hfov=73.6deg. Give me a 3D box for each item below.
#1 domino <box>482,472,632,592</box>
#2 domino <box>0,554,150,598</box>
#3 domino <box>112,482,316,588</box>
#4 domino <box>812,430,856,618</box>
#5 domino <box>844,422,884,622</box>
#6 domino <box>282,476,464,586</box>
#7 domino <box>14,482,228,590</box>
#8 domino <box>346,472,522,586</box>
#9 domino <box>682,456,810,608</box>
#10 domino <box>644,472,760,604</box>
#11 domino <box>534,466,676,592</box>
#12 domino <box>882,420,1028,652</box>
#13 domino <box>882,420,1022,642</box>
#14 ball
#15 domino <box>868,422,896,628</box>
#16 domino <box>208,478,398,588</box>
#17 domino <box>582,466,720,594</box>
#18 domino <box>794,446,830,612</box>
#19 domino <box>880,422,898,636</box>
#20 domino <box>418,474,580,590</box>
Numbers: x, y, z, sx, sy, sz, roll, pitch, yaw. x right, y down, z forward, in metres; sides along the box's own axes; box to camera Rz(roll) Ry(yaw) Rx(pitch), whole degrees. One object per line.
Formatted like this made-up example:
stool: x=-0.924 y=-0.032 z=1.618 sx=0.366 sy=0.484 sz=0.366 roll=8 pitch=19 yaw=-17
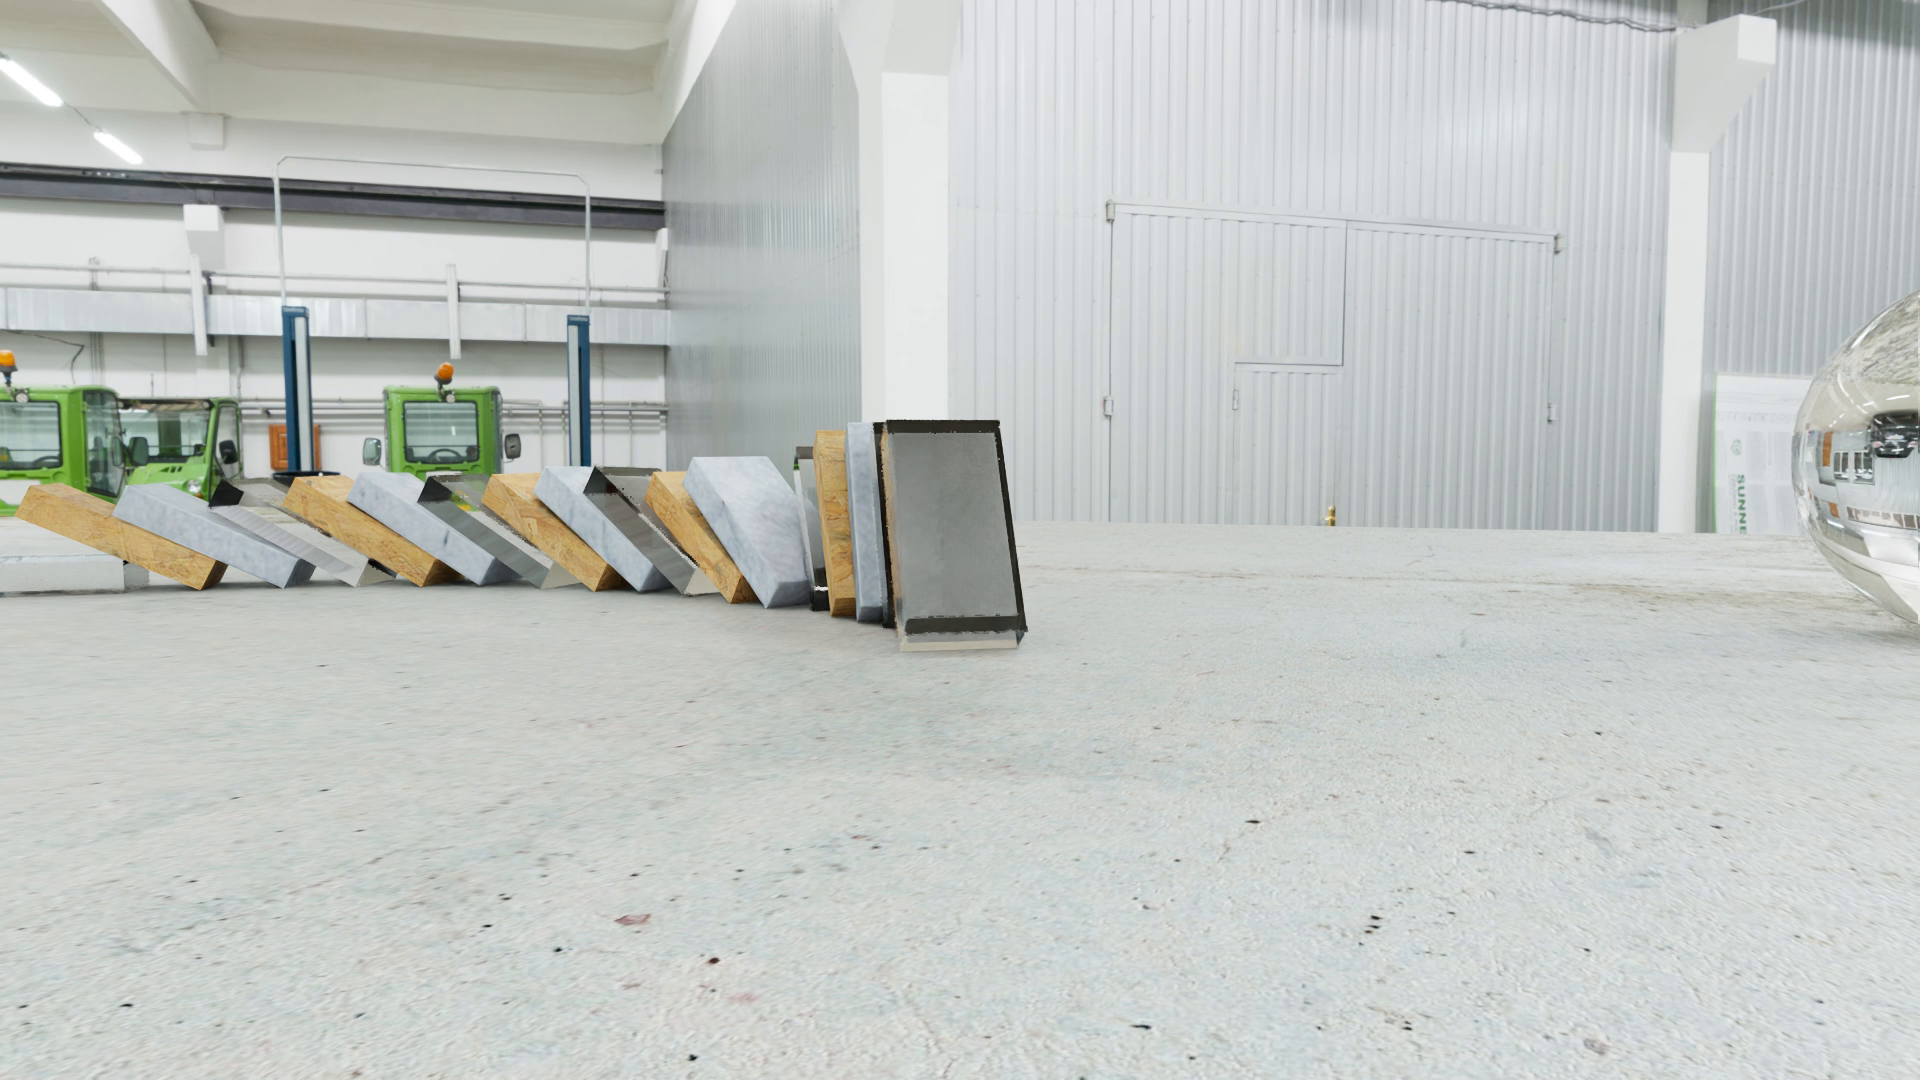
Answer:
domino: x=-0.117 y=-0.003 z=0.388 sx=0.050 sy=0.009 sz=0.025 roll=34 pitch=17 yaw=20
domino: x=-0.265 y=0.010 z=0.368 sx=0.050 sy=0.009 sz=0.025 roll=-1 pitch=5 yaw=-18
domino: x=-0.222 y=-0.002 z=0.385 sx=0.050 sy=0.010 sz=0.025 roll=26 pitch=-1 yaw=-11
domino: x=-0.022 y=-0.005 z=0.327 sx=0.025 sy=0.050 sz=0.010 roll=-1 pitch=-32 yaw=-15
domino: x=-0.014 y=-0.005 z=0.315 sx=0.025 sy=0.050 sz=0.009 roll=-1 pitch=-27 yaw=-11
domino: x=-0.178 y=-0.003 z=0.395 sx=0.050 sy=0.010 sz=0.025 roll=30 pitch=7 yaw=4
domino: x=-0.243 y=-0.001 z=0.376 sx=0.050 sy=0.010 sz=0.025 roll=26 pitch=-4 yaw=-18
domino: x=-0.159 y=-0.004 z=0.395 sx=0.050 sy=0.010 sz=0.025 roll=31 pitch=7 yaw=7
domino: x=-0.053 y=-0.003 z=0.350 sx=0.025 sy=0.009 sz=0.050 roll=-4 pitch=45 yaw=-44
domino: x=-0.065 y=-0.002 z=0.362 sx=0.025 sy=0.009 sz=0.050 roll=-4 pitch=38 yaw=-44
domino: x=-0.101 y=-0.004 z=0.381 sx=0.050 sy=0.010 sz=0.025 roll=38 pitch=19 yaw=22
domino: x=-0.002 y=-0.002 z=0.273 sx=0.025 sy=0.050 sz=0.010 roll=-1 pitch=-27 yaw=-11
domino: x=-0.002 y=-0.003 z=0.284 sx=0.025 sy=0.050 sz=0.010 roll=-1 pitch=-27 yaw=-11
ball: x=0.221 y=-0.018 z=0.269 sx=0.080 sy=0.080 sz=0.080 roll=0 pitch=4 yaw=0
domino: x=-0.007 y=-0.004 z=0.305 sx=0.025 sy=0.050 sz=0.010 roll=-1 pitch=-27 yaw=-11
domino: x=-0.199 y=-0.003 z=0.393 sx=0.050 sy=0.009 sz=0.025 roll=28 pitch=5 yaw=0
domino: x=-0.084 y=-0.003 z=0.373 sx=0.050 sy=0.009 sz=0.025 roll=40 pitch=22 yaw=26
domino: x=-0.029 y=-0.004 z=0.342 sx=0.025 sy=0.010 sz=0.050 roll=-1 pitch=49 yaw=-15
domino: x=-0.004 y=-0.003 z=0.295 sx=0.025 sy=0.050 sz=0.010 roll=-1 pitch=-27 yaw=-11
domino: x=-0.137 y=-0.003 z=0.392 sx=0.050 sy=0.010 sz=0.025 roll=32 pitch=13 yaw=14
